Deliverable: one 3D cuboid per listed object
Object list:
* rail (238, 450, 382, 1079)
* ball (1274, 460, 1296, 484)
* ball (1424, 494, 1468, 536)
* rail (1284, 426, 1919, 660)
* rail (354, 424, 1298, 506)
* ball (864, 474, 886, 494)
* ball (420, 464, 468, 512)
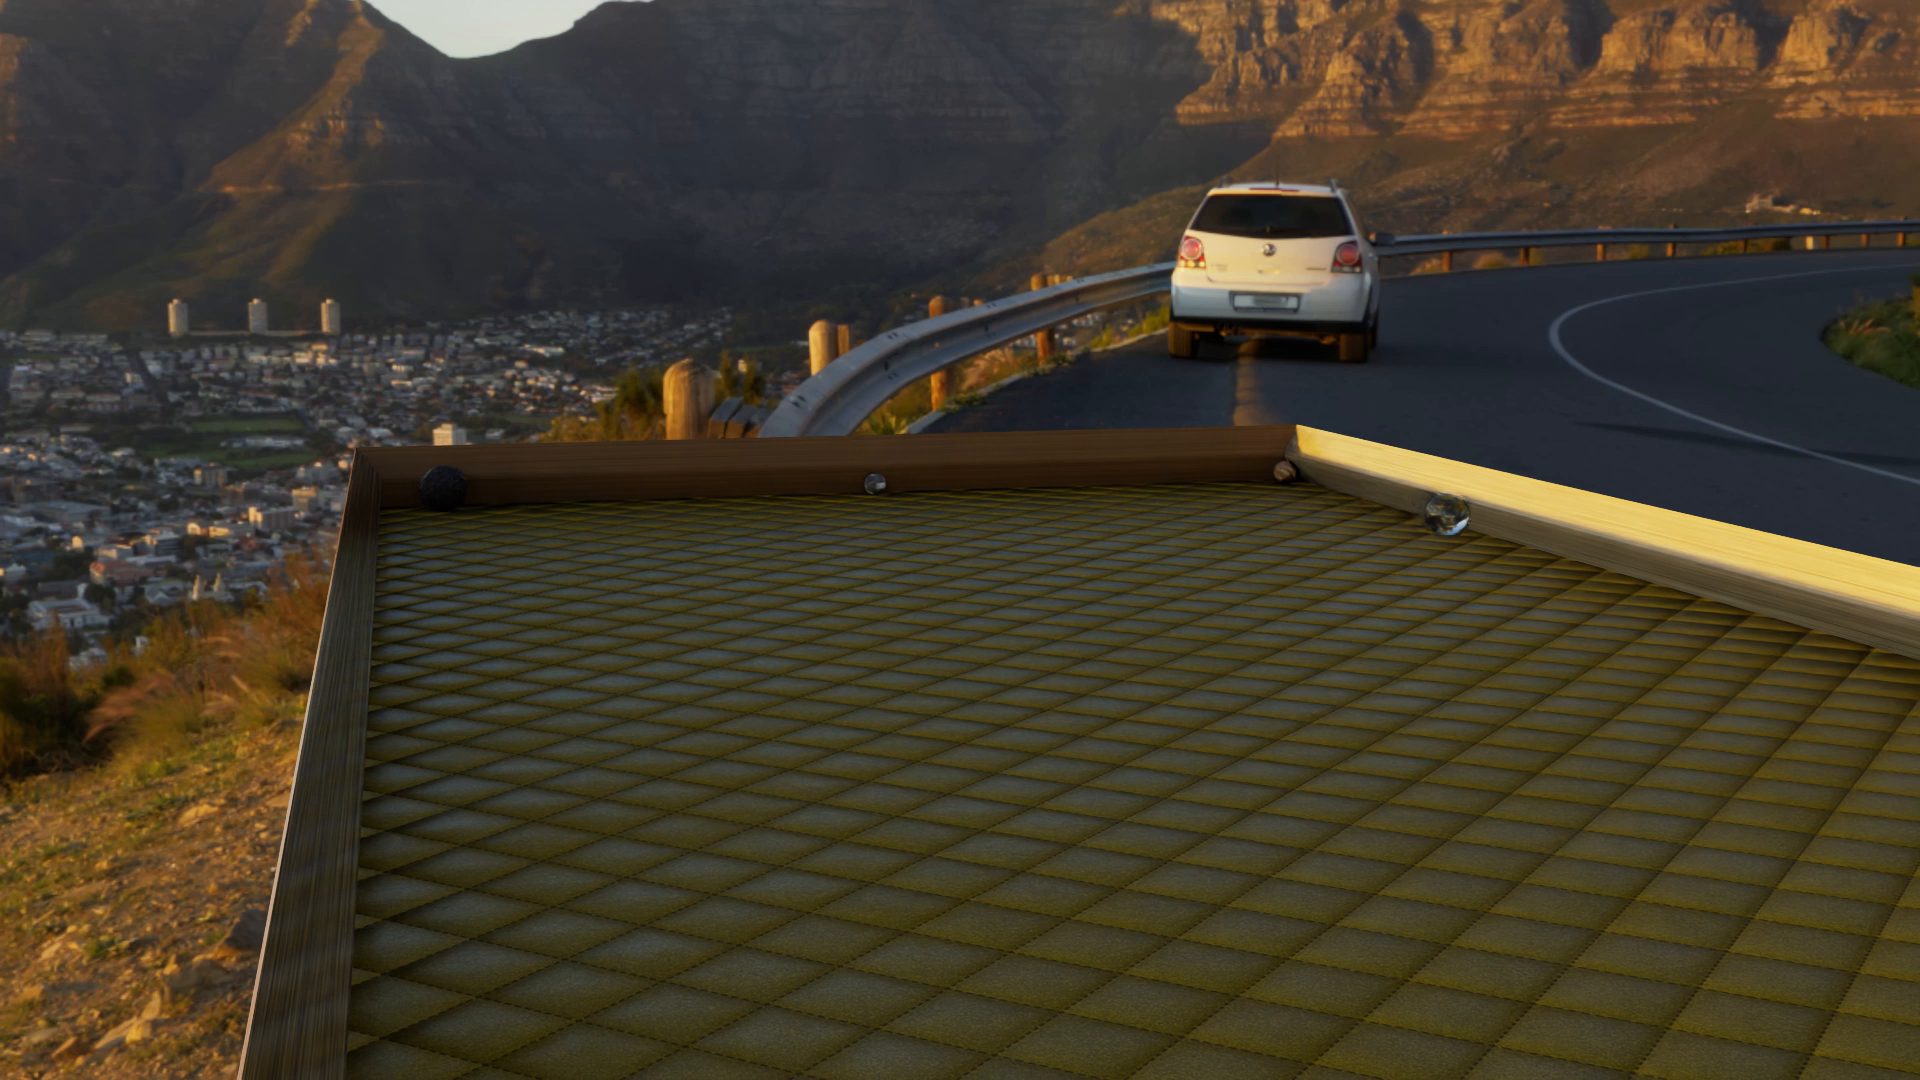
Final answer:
[{"bbox_3d":[-0.659,0.125,2.374,0.045,0.109,3.406,-2,9,-14],"label":"rail"},{"bbox_3d":[0.647,-0.136,4.381,0.046,0.046,0.046,0,8,0],"label":"ball"},{"bbox_3d":[0.806,-0.042,3.646,0.072,0.072,0.072,0,8,0],"label":"ball"},{"bbox_3d":[1.076,0.061,2.808,0.045,0.109,3.406,-2,9,-14],"label":"rail"},{"bbox_3d":[-0.203,-0.143,4.202,1.837,0.109,0.045,-2,9,-14],"label":"rail"},{"bbox_3d":[-0.162,-0.107,4.193,0.042,0.042,0.042,0,8,0],"label":"ball"},{"bbox_3d":[-0.929,-0.093,3.958,0.084,0.084,0.084,0,8,0],"label":"ball"}]
